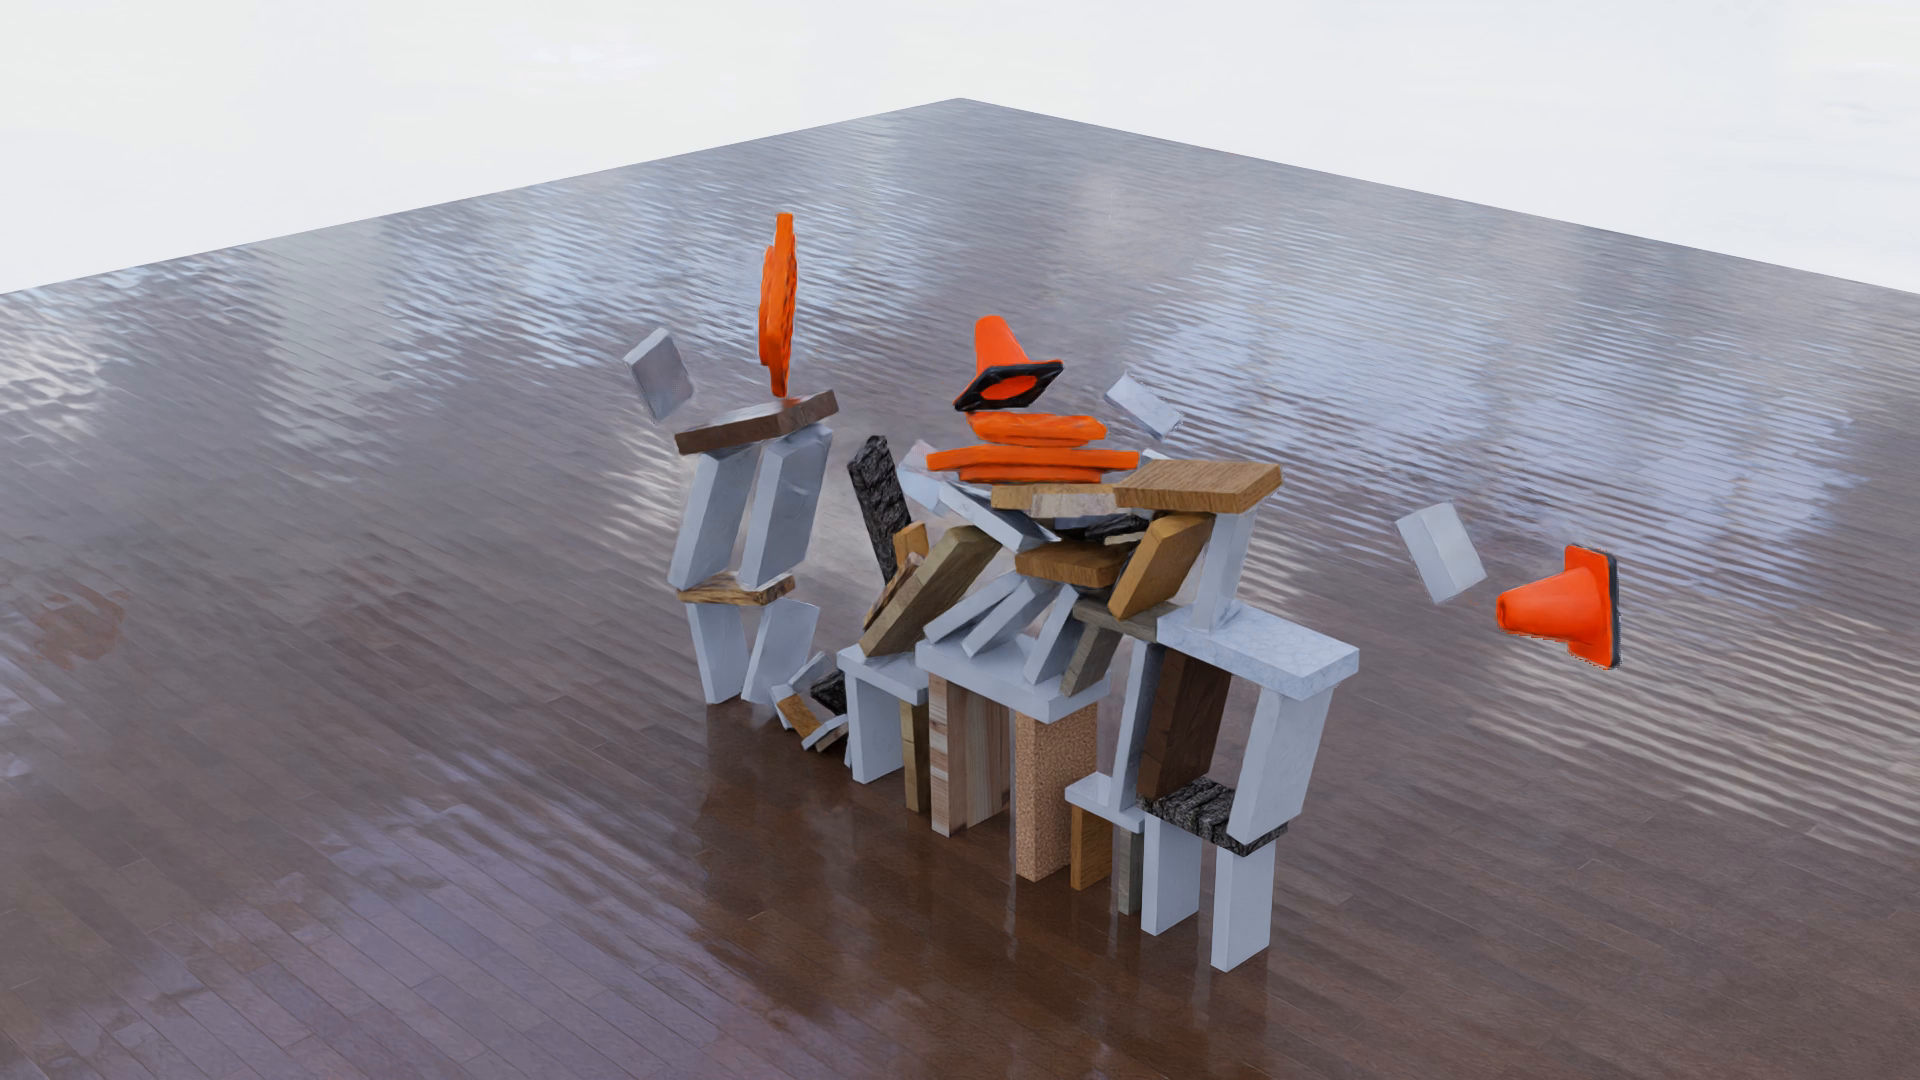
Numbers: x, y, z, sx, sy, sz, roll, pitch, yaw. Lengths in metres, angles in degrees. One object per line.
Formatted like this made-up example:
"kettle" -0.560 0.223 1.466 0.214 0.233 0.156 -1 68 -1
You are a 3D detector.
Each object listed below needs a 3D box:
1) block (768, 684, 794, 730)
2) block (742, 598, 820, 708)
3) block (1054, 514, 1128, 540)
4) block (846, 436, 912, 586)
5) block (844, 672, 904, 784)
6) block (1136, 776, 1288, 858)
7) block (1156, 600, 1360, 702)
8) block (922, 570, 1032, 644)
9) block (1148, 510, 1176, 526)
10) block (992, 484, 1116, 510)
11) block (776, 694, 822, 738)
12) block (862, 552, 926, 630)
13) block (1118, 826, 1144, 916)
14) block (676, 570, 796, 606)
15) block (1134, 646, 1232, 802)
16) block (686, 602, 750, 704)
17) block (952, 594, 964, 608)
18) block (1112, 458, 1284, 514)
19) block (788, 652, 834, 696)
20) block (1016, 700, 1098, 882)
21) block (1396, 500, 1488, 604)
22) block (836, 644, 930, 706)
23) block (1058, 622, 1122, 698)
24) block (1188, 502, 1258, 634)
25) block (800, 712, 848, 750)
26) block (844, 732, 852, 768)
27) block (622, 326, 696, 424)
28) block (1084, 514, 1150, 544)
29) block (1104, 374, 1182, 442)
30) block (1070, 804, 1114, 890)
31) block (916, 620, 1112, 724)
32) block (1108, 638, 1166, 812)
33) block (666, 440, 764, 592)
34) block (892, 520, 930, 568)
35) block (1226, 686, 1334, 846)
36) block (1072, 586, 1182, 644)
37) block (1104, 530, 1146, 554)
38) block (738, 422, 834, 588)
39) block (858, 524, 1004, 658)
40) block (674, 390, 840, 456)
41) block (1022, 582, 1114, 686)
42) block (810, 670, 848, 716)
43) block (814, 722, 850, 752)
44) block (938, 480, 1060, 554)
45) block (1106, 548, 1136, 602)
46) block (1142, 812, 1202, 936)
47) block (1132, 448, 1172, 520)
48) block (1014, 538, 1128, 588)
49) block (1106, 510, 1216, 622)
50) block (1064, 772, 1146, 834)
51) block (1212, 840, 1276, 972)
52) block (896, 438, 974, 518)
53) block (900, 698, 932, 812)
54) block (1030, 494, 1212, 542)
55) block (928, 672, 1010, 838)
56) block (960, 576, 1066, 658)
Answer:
"block" -0.375 0.364 4.800 0.050 0.014 0.101 -11 67 -35
"block" -0.394 0.248 4.836 0.118 0.237 0.034 16 -3 -35
"block" 0.254 -0.023 3.968 0.151 0.021 0.076 -4 -17 39
"block" -0.149 -0.039 4.564 0.032 0.347 0.114 2 35 29
"block" -0.174 0.372 4.569 0.121 0.243 0.034 -21 26 -40
"block" 0.449 0.485 3.938 0.248 0.035 0.124 21 31 41
"block" 0.506 0.179 3.752 0.156 0.044 0.312 -21 31 -40
"block" 0.054 0.115 4.208 0.132 0.037 0.264 -23 -8 -43
"block" 0.355 -0.035 3.744 0.057 0.113 0.016 7 63 0
"block" 0.238 -0.081 4.161 0.319 0.045 0.159 1 0 26
"block" -0.347 0.383 4.773 0.050 0.014 0.101 -23 63 -39
"block" -0.098 0.122 4.474 0.113 0.226 0.032 20 43 -18
"block" 0.337 0.602 4.110 0.090 0.181 0.026 -21 31 -41
"block" -0.493 0.105 4.835 0.237 0.034 0.118 2 19 32
"block" 0.406 0.304 3.915 0.156 0.312 0.044 -21 42 -41
"block" -0.534 0.234 4.904 0.034 0.237 0.118 3 20 43
"block" -0.077 0.163 4.609 0.113 0.226 0.032 13 60 -11
"block" 0.394 -0.091 3.653 0.254 0.036 0.127 4 27 42
"block" -0.327 0.292 4.819 0.101 0.050 0.014 -42 52 -7
"block" 0.186 0.463 4.220 0.175 0.350 0.050 -21 30 -41
"block" 0.874 0.018 3.979 0.045 0.159 0.319 -27 -6 22
"block" -0.125 0.263 4.468 0.121 0.034 0.243 -21 31 -40
"block" 0.250 0.199 4.032 0.097 0.194 0.028 -27 59 -39
"block" 0.452 0.021 3.729 0.036 0.254 0.127 21 32 17
"block" -0.281 0.405 4.665 0.068 0.019 0.136 -23 -11 -34
"block" -0.203 0.411 4.618 0.068 0.136 0.019 -21 43 -40
"block" -0.678 -0.371 4.973 0.114 0.228 0.032 -42 60 -16
"block" 0.292 -0.013 3.876 0.076 0.021 0.151 21 -17 -24
"block" 0.380 -0.274 4.562 0.149 0.021 0.075 38 56 13
"block" 0.252 0.569 4.188 0.090 0.181 0.026 -21 31 -41
"block" 0.100 0.246 4.220 0.350 0.050 0.175 21 31 40
"block" 0.333 0.319 3.978 0.028 0.388 0.097 32 42 33
"block" -0.535 -0.064 4.799 0.048 0.337 0.168 30 31 18
"block" -0.095 0.041 4.570 0.021 0.149 0.075 20 41 41
"block" 0.553 0.363 3.781 0.156 0.312 0.044 -21 42 -41
"block" 0.305 0.131 3.904 0.097 0.028 0.194 -26 29 -38
"block" 0.310 0.006 3.852 0.057 0.016 0.113 22 -16 -30
"block" -0.368 -0.073 4.630 0.048 0.337 0.168 31 37 22
"block" -0.055 0.101 4.355 0.132 0.386 0.037 -6 57 -40
"block" -0.430 -0.245 4.620 0.337 0.048 0.168 -7 15 45
"block" 0.208 0.156 4.063 0.124 0.248 0.035 -21 57 -40
"block" -0.160 0.286 4.705 0.348 0.113 0.032 -29 35 34
"block" -0.247 0.408 4.664 0.068 0.019 0.136 -21 -12 -40
"block" 0.085 -0.034 4.198 0.132 0.037 0.264 12 16 -41
"block" 0.302 0.059 3.827 0.057 0.175 0.016 -24 66 -24
"block" 0.391 0.592 4.047 0.035 0.248 0.124 21 31 41
"block" 0.345 -0.080 3.842 0.076 0.151 0.021 25 41 22
"block" 0.223 0.041 3.991 0.124 0.035 0.248 -18 15 -31
"block" 0.348 0.035 3.769 0.127 0.272 0.036 -22 66 -26
"block" 0.294 0.490 4.110 0.181 0.026 0.090 21 31 40
"block" 0.508 0.638 3.939 0.035 0.248 0.124 21 31 41
"block" -0.063 -0.132 4.687 0.032 0.114 0.228 37 -1 -31
"block" -0.059 0.417 4.463 0.121 0.243 0.034 -21 26 -40
"block" 0.307 -0.039 4.015 0.319 0.045 0.159 0 -15 27
"block" 0.021 0.398 4.372 0.175 0.350 0.050 -21 30 -41
"block" 0.112 0.132 4.159 0.124 0.248 0.035 -22 74 -41
